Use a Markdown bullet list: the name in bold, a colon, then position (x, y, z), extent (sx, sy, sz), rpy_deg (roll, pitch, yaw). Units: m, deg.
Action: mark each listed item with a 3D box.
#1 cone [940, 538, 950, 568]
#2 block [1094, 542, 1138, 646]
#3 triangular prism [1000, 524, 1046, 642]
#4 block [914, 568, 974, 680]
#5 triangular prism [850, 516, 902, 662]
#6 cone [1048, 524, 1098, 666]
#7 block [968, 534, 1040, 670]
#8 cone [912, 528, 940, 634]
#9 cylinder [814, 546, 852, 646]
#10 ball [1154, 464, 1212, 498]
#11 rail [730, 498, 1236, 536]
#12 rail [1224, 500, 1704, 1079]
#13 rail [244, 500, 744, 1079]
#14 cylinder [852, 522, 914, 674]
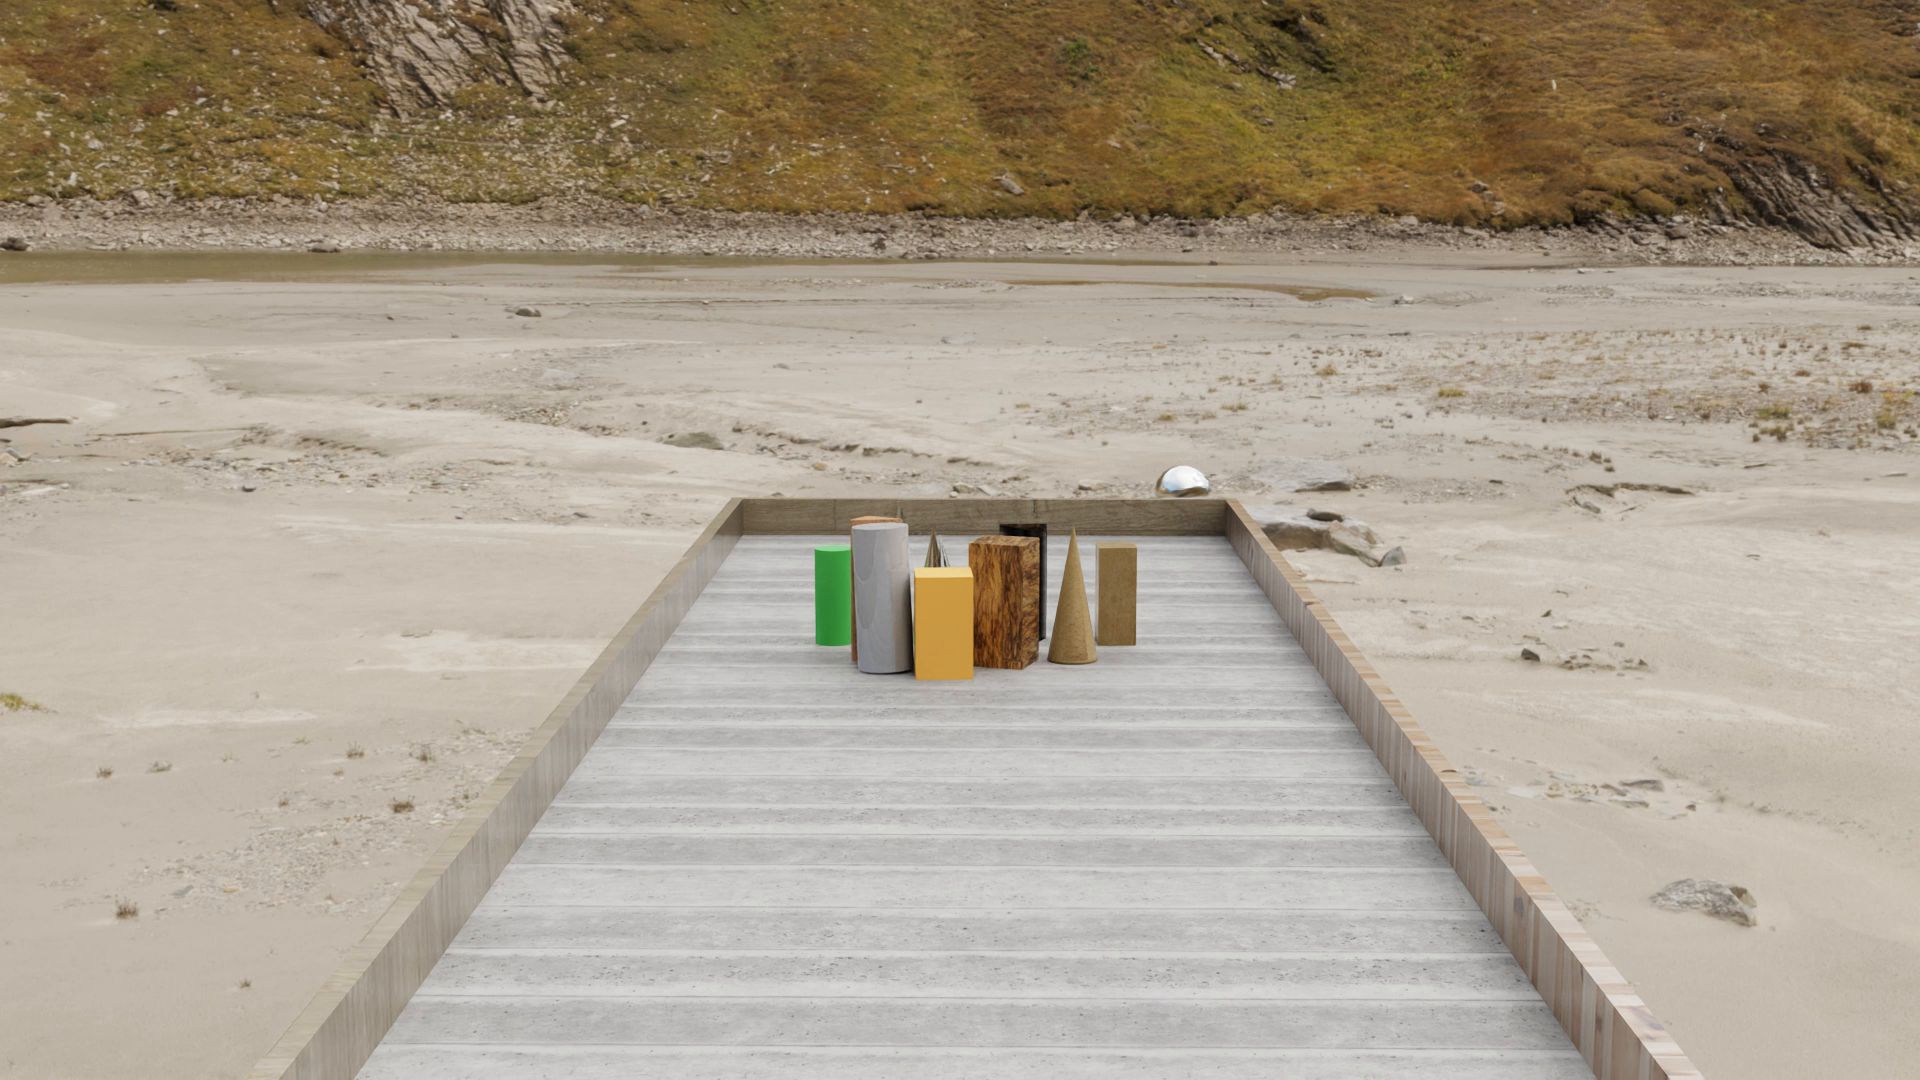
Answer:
- **cone**: position (-0.035, 0.168, 6.671), extent (0.124, 0.386, 0.124), rpy_deg (-8, 13, 2)
- **block**: position (0.492, 0.169, 6.949), extent (0.119, 0.311, 0.119), rpy_deg (0, 9, -2)
- **triangular prism**: position (0.222, 0.136, 6.970), extent (0.129, 0.369, 0.149), rpy_deg (-7, 11, -36)
- **block**: position (-0.049, 0.245, 6.492), extent (0.168, 0.304, 0.168), rpy_deg (0, 9, -3)
- **triangular prism**: position (-0.266, 0.145, 6.701), extent (0.154, 0.428, 0.133), rpy_deg (-1, 6, -13)
- **cone**: position (0.343, 0.156, 6.672), extent (0.154, 0.424, 0.154), rpy_deg (0, 9, 0)
- **block**: position (0.133, 0.186, 6.639), extent (0.170, 0.375, 0.170), rpy_deg (3, 10, 18)
- **cone**: position (-0.084, 0.136, 6.966), extent (0.166, 0.370, 0.166), rpy_deg (0, 9, 0)
- **cylinder**: position (-0.397, 0.175, 6.943), extent (0.121, 0.302, 0.121), rpy_deg (0, 9, 0)
- **ball**: position (0.990, -0.204, 9.767), extent (0.257, 0.257, 0.257), rpy_deg (0, 9, 0)
- **rail**: position (0.099, -0.098, 9.147), extent (2.100, 0.150, 0.050), rpy_deg (0, 9, 1)
- **rail**: position (1.046, 0.843, 3.208), extent (0.050, 0.150, 12.000), rpy_deg (0, 9, 1)
- **rail**: position (-1.004, 0.839, 3.234), extent (0.050, 0.150, 12.000), rpy_deg (0, 9, 1)
- **cylinder**: position (-0.229, 0.170, 6.547), extent (0.168, 0.427, 0.168), rpy_deg (-2, 7, 0)
